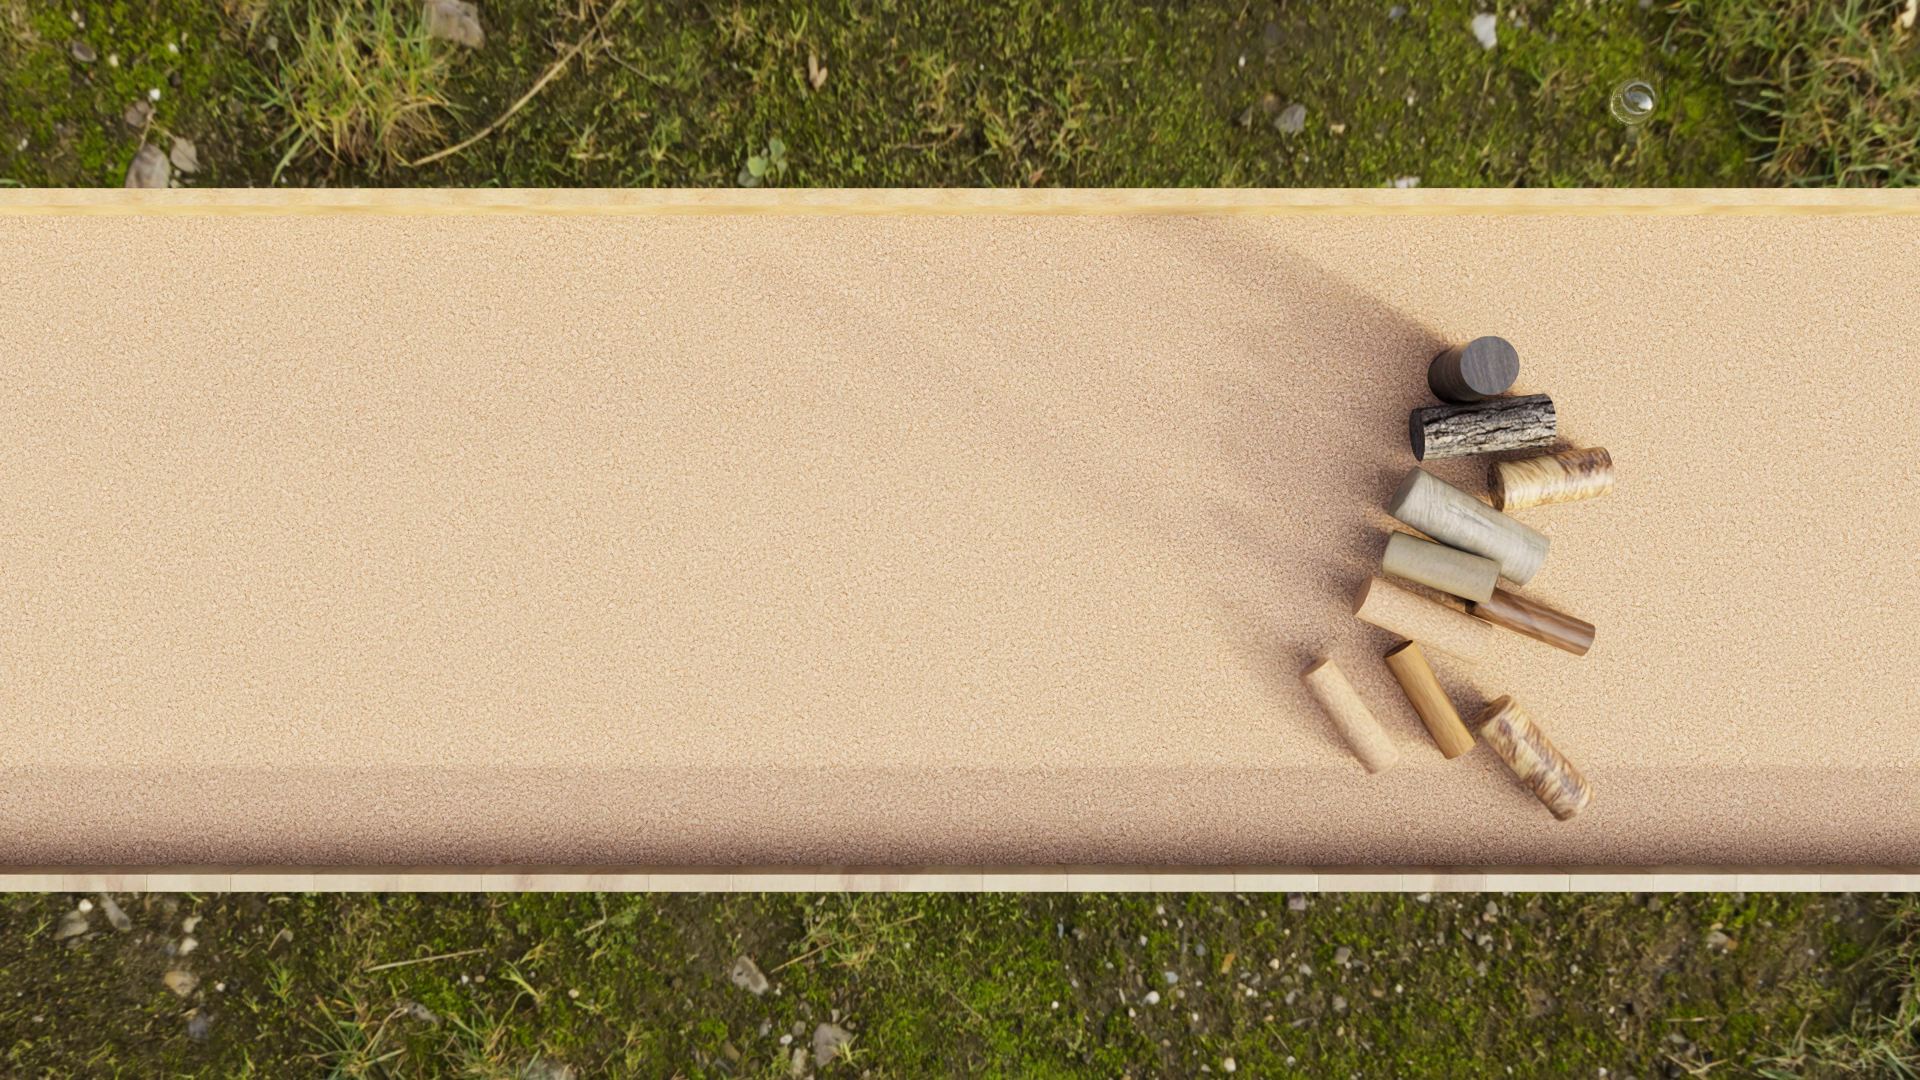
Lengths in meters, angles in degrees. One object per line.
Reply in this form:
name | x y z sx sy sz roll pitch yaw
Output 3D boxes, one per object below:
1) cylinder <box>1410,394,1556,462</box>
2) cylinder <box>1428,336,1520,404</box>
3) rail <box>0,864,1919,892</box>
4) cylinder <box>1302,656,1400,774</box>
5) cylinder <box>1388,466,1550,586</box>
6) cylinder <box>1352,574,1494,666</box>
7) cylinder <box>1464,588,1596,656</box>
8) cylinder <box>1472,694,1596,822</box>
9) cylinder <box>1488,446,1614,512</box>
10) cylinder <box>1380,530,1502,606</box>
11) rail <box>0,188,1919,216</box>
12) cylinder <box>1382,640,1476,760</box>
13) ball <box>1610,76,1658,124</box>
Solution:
cylinder | 1.581 -0.341 4.996 0.396 0.162 0.162 -7 90 0
cylinder | 1.525 -0.503 4.910 0.171 0.334 0.171 0 90 0
rail | -2.247 1.025 5.001 12.000 0.150 0.050 0 90 0
cylinder | 1.189 0.534 5.023 0.107 0.107 0.364 -36 90 0
cylinder | 1.538 -0.042 4.991 0.448 0.171 0.171 28 90 0
cylinder | 1.403 0.242 5.008 0.394 0.137 0.137 23 90 0
cylinder | 1.735 0.240 5.024 0.371 0.106 0.106 21 90 0
cylinder | 1.740 0.662 5.006 0.141 0.141 0.387 -42 90 0
cylinder | 1.789 -0.185 5.001 0.332 0.152 0.152 -9 90 0
cylinder | 1.446 0.082 4.961 0.328 0.132 0.132 19 90 19
rail | -2.247 -1.025 5.002 12.000 0.150 0.050 0 90 0
cylinder | 1.430 0.487 5.024 0.104 0.104 0.363 -32 90 0
ball | 3.860 -2.516 9.437 0.256 0.256 0.256 0 90 0
